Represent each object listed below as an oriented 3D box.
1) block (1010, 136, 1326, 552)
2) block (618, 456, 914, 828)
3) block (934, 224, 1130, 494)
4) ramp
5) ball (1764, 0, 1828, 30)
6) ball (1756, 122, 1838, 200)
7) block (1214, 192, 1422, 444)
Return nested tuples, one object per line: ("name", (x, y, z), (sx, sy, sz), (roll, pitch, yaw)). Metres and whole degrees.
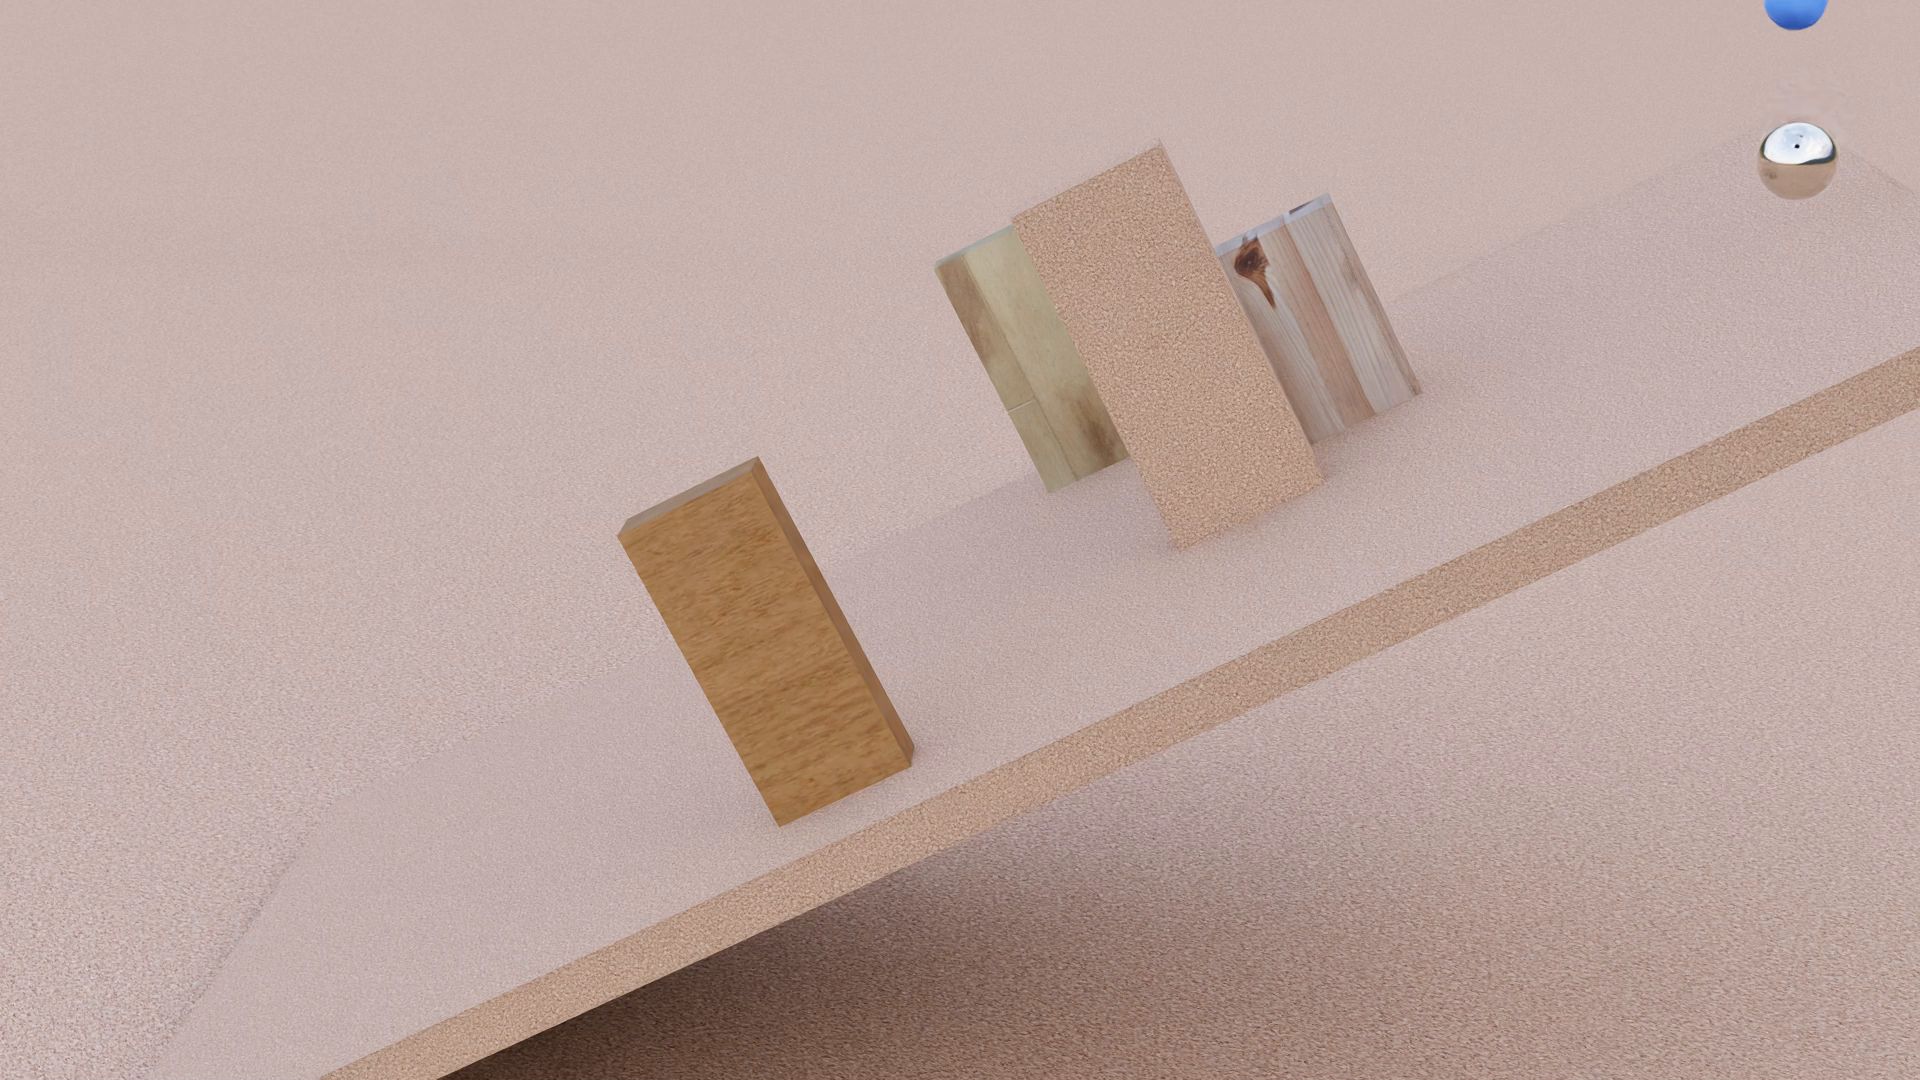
("block", (0.421, -0.391, 5.935), (0.328, 0.768, 0.109), (-25, 14, 10))
("block", (-0.362, 0.195, 5.561), (0.282, 0.644, 0.115), (-25, 14, 10))
("block", (0.201, -0.439, 6.891), (0.277, 0.601, 0.093), (-25, 14, 10))
("ramp", (0.139, 0.168, 6.281), (4.000, 0.100, 2.000), (-25, 14, 10))
("ball", (1.586, -1.026, 5.581), (0.117, 0.117, 0.117), (0, 17, 0))
("ball", (1.695, -0.767, 5.951), (0.159, 0.159, 0.159), (0, 17, 0))
("block", (0.705, -0.442, 6.245), (0.388, 0.453, 0.119), (-25, 14, 10))
